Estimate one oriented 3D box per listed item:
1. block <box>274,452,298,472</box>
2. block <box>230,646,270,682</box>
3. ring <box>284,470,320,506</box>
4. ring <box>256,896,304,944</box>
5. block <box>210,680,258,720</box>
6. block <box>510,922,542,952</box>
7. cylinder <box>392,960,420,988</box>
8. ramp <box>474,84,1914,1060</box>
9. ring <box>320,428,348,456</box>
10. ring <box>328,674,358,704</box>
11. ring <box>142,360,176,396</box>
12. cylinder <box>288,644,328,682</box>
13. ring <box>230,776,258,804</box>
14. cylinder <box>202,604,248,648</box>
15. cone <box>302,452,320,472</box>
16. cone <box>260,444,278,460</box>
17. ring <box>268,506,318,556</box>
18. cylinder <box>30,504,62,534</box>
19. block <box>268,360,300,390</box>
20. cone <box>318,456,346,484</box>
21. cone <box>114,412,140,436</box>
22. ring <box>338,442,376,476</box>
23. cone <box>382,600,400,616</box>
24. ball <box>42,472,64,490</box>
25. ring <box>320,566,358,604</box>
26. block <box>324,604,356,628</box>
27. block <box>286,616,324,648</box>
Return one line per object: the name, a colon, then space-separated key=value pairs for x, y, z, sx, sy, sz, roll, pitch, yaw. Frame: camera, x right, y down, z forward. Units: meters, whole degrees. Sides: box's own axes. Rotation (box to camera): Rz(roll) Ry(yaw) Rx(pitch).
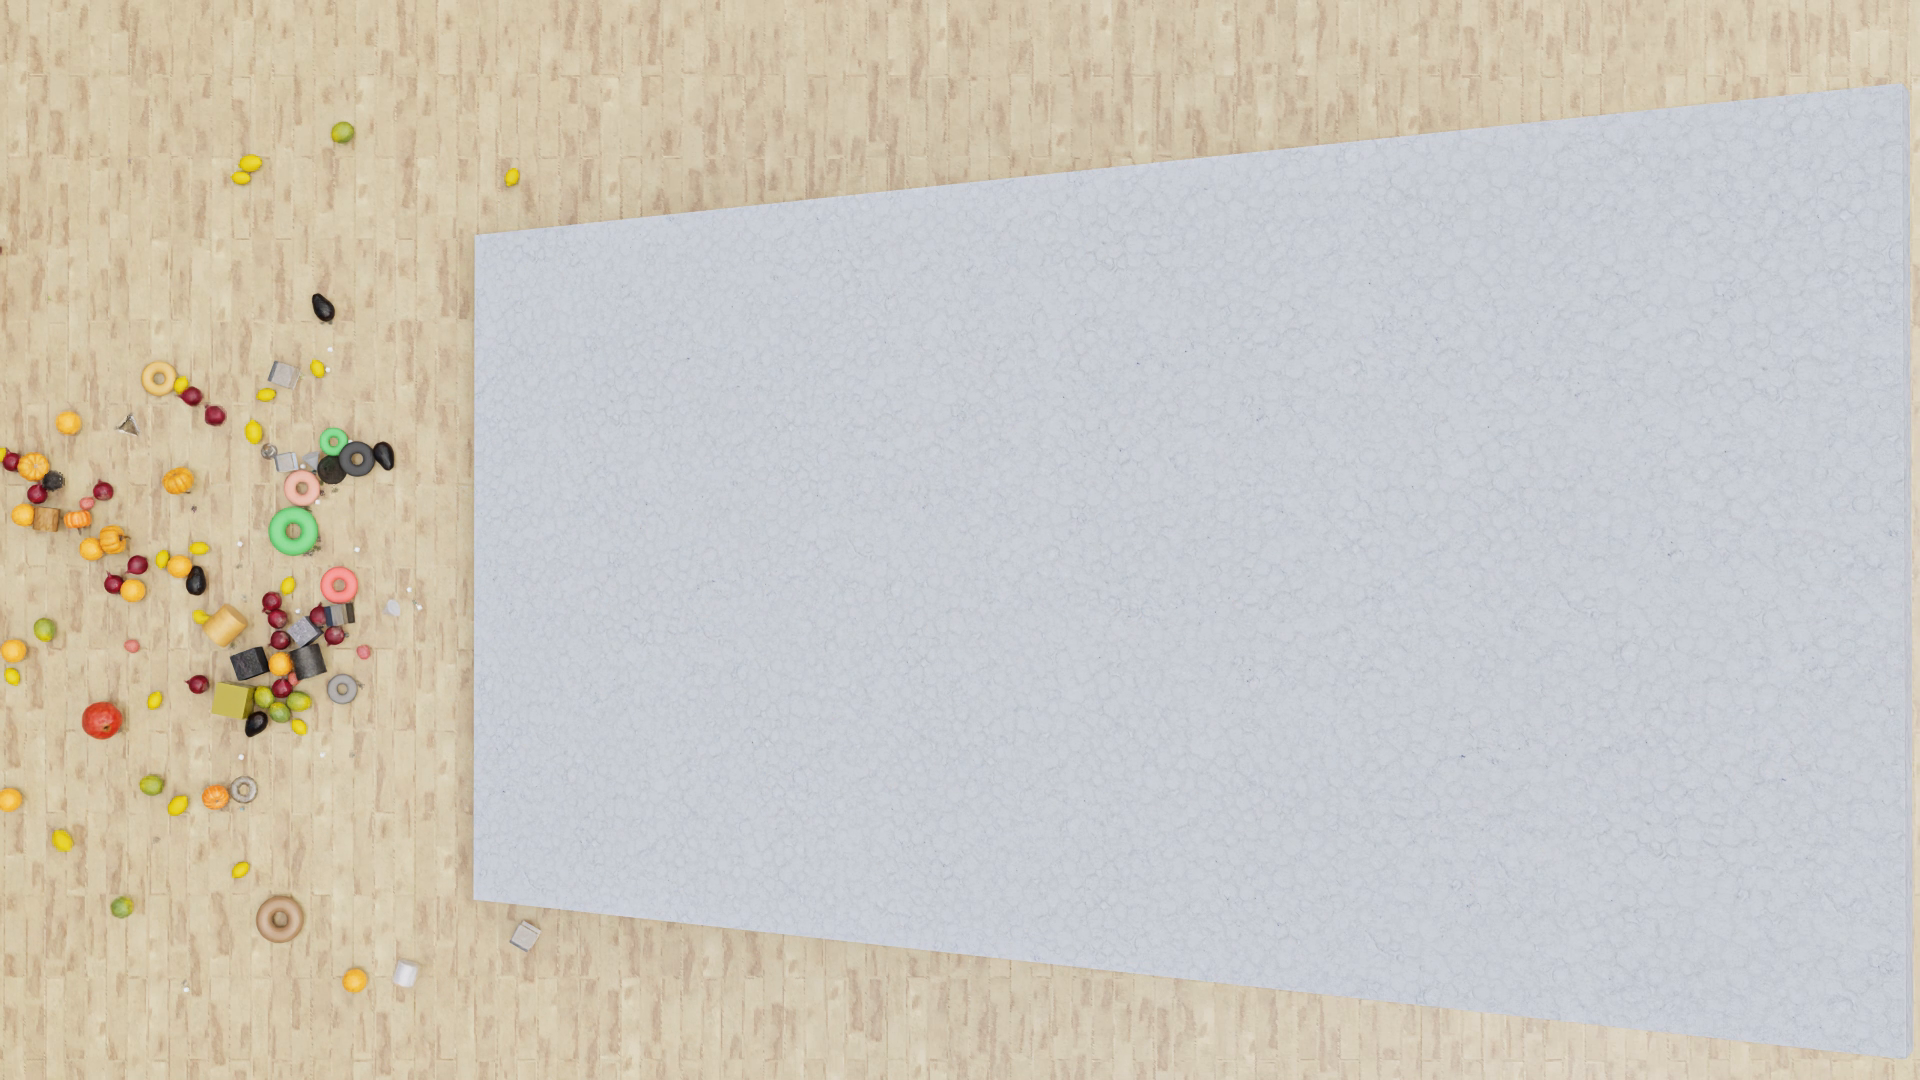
block: x=-2.047 y=-0.236 z=6.680 sx=0.052 sy=0.052 sz=0.052 roll=-11 pitch=89 yaw=0
block: x=-2.149 y=0.375 z=6.661 sx=0.079 sy=0.079 sz=0.079 roll=-20 pitch=90 yaw=0
ring: x=-2.001 y=-0.158 z=6.687 sx=0.112 sy=0.037 sz=0.112 roll=0 pitch=93 yaw=2
ring: x=-2.063 y=1.151 z=6.670 sx=0.144 sy=0.048 sz=0.144 roll=0 pitch=89 yaw=-1
block: x=-2.193 y=0.483 z=6.652 sx=0.096 sy=0.096 sz=0.096 roll=12 pitch=89 yaw=0
block: x=-1.317 y=1.201 z=6.661 sx=0.064 sy=0.064 sz=0.064 roll=30 pitch=90 yaw=0
cylinder: x=-1.677 y=1.313 z=6.661 sx=0.063 sy=0.063 sz=0.063 roll=19 pitch=90 yaw=0
ramp: x=0.262 y=0.072 z=5.604 sx=4.000 sy=0.100 sz=2.000 roll=0 pitch=89 yaw=32
ring: x=-1.906 y=-0.299 z=6.692 sx=0.087 sy=0.029 sz=0.087 roll=0 pitch=91 yaw=1
ring: x=-1.878 y=0.453 z=6.685 sx=0.093 sy=0.031 sz=0.093 roll=0 pitch=89 yaw=1
ring: x=-2.437 y=-0.491 z=6.691 sx=0.108 sy=0.036 sz=0.108 roll=0 pitch=88 yaw=-1
cylinder: x=-1.973 y=0.370 z=6.655 sx=0.091 sy=0.091 sz=0.091 roll=-18 pitch=90 yaw=0
ring: x=-2.176 y=0.759 z=6.683 sx=0.087 sy=0.029 sz=0.087 roll=0 pitch=90 yaw=-1
cylinder: x=-2.224 y=0.258 z=6.654 sx=0.095 sy=0.095 sz=0.095 roll=-44 pitch=90 yaw=0
cone: x=-1.967 y=-0.232 z=6.693 sx=0.056 sy=0.056 sz=0.056 roll=-15 pitch=116 yaw=0
cone: x=-2.106 y=-0.270 z=6.681 sx=0.052 sy=0.052 sz=0.052 roll=0 pitch=89 yaw=0
ring: x=-2.025 y=-0.027 z=6.680 sx=0.149 sy=0.050 sz=0.149 roll=0 pitch=90 yaw=-1
cylinder: x=-2.770 y=-0.063 z=6.669 sx=0.070 sy=0.070 sz=0.070 roll=20 pitch=68 yaw=0
block: x=-2.051 y=-0.501 z=6.676 sx=0.065 sy=0.065 sz=0.065 roll=20 pitch=90 yaw=0
cone: x=-1.914 y=-0.215 z=6.660 sx=0.092 sy=0.092 sz=0.092 roll=0 pitch=89 yaw=0
cone: x=-2.519 y=-0.337 z=6.691 sx=0.072 sy=0.072 sz=0.072 roll=-45 pitch=116 yaw=0
ring: x=-1.833 y=-0.246 z=6.685 sx=0.108 sy=0.036 sz=0.108 roll=0 pitch=91 yaw=-9
cone: x=-1.741 y=0.215 z=6.690 sx=0.054 sy=0.054 sz=0.054 roll=-22 pitch=89 yaw=26
ball: x=-2.754 y=-0.178 z=6.677 sx=0.056 sy=0.056 sz=0.056 roll=0 pitch=89 yaw=0
ring: x=-1.887 y=0.138 z=6.684 sx=0.114 sy=0.038 sz=0.114 roll=0 pitch=89 yaw=-1
block: x=-1.880 y=0.227 z=6.663 sx=0.061 sy=0.061 sz=0.061 roll=-9 pitch=89 yaw=18
block: x=-1.985 y=0.278 z=6.668 sx=0.067 sy=0.067 sz=0.067 roll=-40 pitch=90 yaw=0
